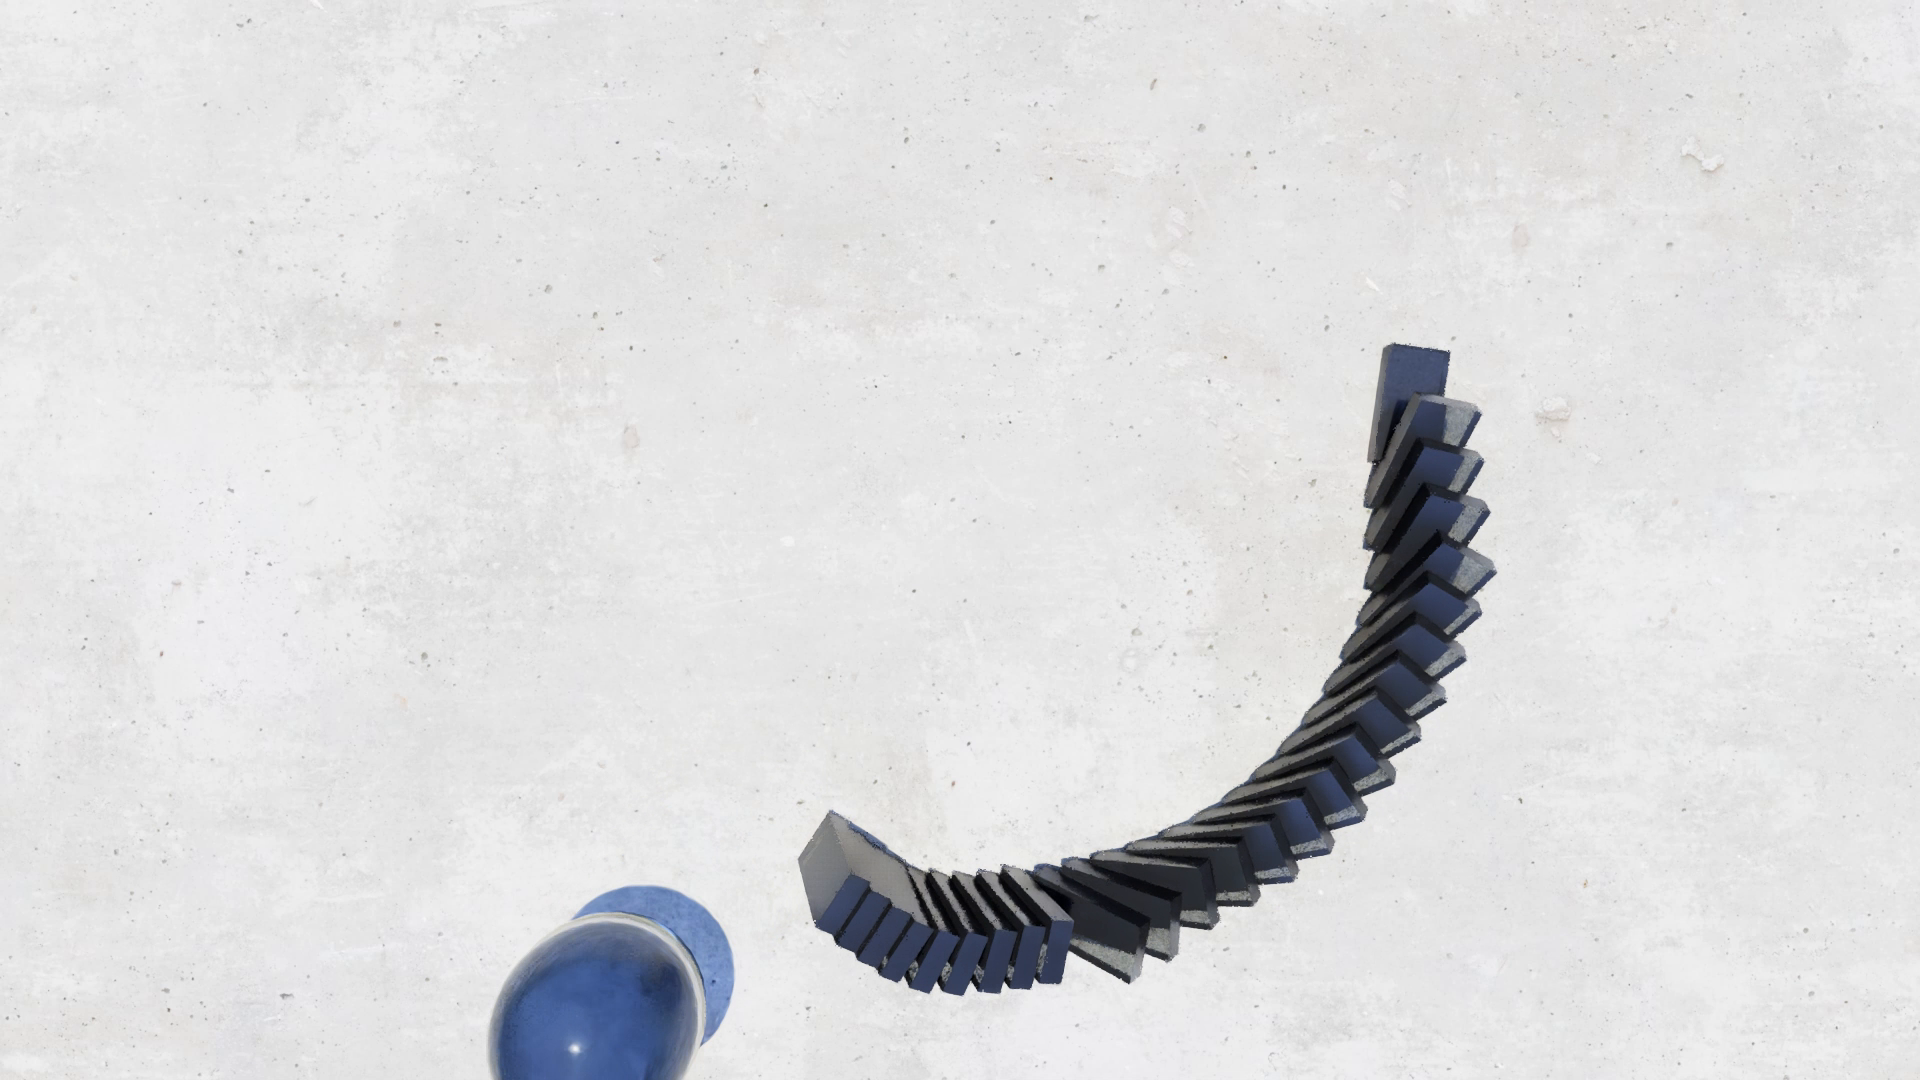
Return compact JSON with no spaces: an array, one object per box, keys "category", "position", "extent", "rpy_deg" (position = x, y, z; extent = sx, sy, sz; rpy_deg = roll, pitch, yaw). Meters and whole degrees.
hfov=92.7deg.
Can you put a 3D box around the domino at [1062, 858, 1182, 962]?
[{"category":"domino","position":[0.066,0.153,0.380],"extent":[0.050,0.010,0.025],"rpy_deg":[5,96,37]}]

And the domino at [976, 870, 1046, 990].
[{"category":"domino","position":[0.017,0.158,0.375],"extent":[0.010,0.050,0.025],"rpy_deg":[13,90,-21]}]

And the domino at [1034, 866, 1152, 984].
[{"category":"domino","position":[0.052,0.158,0.379],"extent":[0.050,0.010,0.025],"rpy_deg":[15,102,36]}]

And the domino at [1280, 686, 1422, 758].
[{"category":"domino","position":[0.162,0.084,0.382],"extent":[0.025,0.010,0.050],"rpy_deg":[43,125,0]}]

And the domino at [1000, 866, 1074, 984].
[{"category":"domino","position":[0.029,0.156,0.375],"extent":[0.010,0.050,0.025],"rpy_deg":[12,90,-21]}]

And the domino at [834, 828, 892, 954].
[{"category":"domino","position":[-0.045,0.142,0.375],"extent":[0.009,0.050,0.025],"rpy_deg":[33,90,-21]}]

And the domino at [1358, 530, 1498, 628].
[{"category":"domino","position":[0.194,0.023,0.382],"extent":[0.025,0.009,0.050],"rpy_deg":[29,125,0]}]

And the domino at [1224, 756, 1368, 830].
[{"category":"domino","position":[0.139,0.110,0.381],"extent":[0.050,0.010,0.025],"rpy_deg":[-34,90,37]}]

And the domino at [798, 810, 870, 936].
[{"category":"domino","position":[-0.052,0.135,0.375],"extent":[0.010,0.050,0.025],"rpy_deg":[33,90,-21]}]

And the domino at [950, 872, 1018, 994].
[{"category":"domino","position":[0.006,0.159,0.375],"extent":[0.010,0.050,0.025],"rpy_deg":[16,90,-21]}]

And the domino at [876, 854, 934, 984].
[{"category":"domino","position":[-0.028,0.153,0.375],"extent":[0.009,0.050,0.025],"rpy_deg":[33,90,-21]}]

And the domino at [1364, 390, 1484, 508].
[{"category":"domino","position":[0.192,-0.035,0.383],"extent":[0.025,0.009,0.050],"rpy_deg":[12,122,0]}]

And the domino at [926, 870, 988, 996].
[{"category":"domino","position":[-0.006,0.159,0.375],"extent":[0.009,0.050,0.025],"rpy_deg":[23,90,-21]}]

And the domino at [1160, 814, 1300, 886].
[{"category":"domino","position":[0.111,0.130,0.381],"extent":[0.050,0.009,0.025],"rpy_deg":[-22,90,37]}]

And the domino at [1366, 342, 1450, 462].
[{"category":"domino","position":[0.193,-0.057,0.395],"extent":[0.025,0.010,0.050],"rpy_deg":[8,90,0]}]

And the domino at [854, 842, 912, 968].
[{"category":"domino","position":[-0.036,0.148,0.375],"extent":[0.010,0.050,0.025],"rpy_deg":[33,90,-21]}]

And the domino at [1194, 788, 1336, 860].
[{"category":"domino","position":[0.126,0.121,0.381],"extent":[0.050,0.010,0.025],"rpy_deg":[-28,90,37]}]

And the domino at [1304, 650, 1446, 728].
[{"category":"domino","position":[0.172,0.070,0.382],"extent":[0.025,0.010,0.050],"rpy_deg":[40,125,0]}]

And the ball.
[{"category":"ball","position":[-0.141,0.189,0.360],"extent":[0.080,0.080,0.080],"rpy_deg":[0,90,0]}]

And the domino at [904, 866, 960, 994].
[{"category":"domino","position":[-0.018,0.158,0.375],"extent":[0.009,0.050,0.025],"rpy_deg":[28,90,-21]}]

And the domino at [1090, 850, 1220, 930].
[{"category":"domino","position":[0.080,0.145,0.381],"extent":[0.050,0.009,0.025],"rpy_deg":[-10,90,38]}]

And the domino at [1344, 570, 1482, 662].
[{"category":"domino","position":[0.187,0.038,0.382],"extent":[0.025,0.009,0.050],"rpy_deg":[31,125,-1]}]

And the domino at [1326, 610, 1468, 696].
[{"category":"domino","position":[0.181,0.055,0.382],"extent":[0.025,0.009,0.050],"rpy_deg":[36,125,-1]}]

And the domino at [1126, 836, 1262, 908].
[{"category":"domino","position":[0.096,0.138,0.381],"extent":[0.050,0.010,0.025],"rpy_deg":[-17,90,37]}]

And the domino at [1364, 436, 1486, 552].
[{"category":"domino","position":[0.193,-0.016,0.383],"extent":[0.025,0.010,0.050],"rpy_deg":[14,122,0]}]

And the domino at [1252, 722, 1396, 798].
[{"category":"domino","position":[0.151,0.098,0.381],"extent":[0.025,0.009,0.050],"rpy_deg":[50,127,0]}]

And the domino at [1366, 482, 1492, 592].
[{"category":"domino","position":[0.194,0.003,0.382],"extent":[0.025,0.009,0.050],"rpy_deg":[17,125,0]}]
